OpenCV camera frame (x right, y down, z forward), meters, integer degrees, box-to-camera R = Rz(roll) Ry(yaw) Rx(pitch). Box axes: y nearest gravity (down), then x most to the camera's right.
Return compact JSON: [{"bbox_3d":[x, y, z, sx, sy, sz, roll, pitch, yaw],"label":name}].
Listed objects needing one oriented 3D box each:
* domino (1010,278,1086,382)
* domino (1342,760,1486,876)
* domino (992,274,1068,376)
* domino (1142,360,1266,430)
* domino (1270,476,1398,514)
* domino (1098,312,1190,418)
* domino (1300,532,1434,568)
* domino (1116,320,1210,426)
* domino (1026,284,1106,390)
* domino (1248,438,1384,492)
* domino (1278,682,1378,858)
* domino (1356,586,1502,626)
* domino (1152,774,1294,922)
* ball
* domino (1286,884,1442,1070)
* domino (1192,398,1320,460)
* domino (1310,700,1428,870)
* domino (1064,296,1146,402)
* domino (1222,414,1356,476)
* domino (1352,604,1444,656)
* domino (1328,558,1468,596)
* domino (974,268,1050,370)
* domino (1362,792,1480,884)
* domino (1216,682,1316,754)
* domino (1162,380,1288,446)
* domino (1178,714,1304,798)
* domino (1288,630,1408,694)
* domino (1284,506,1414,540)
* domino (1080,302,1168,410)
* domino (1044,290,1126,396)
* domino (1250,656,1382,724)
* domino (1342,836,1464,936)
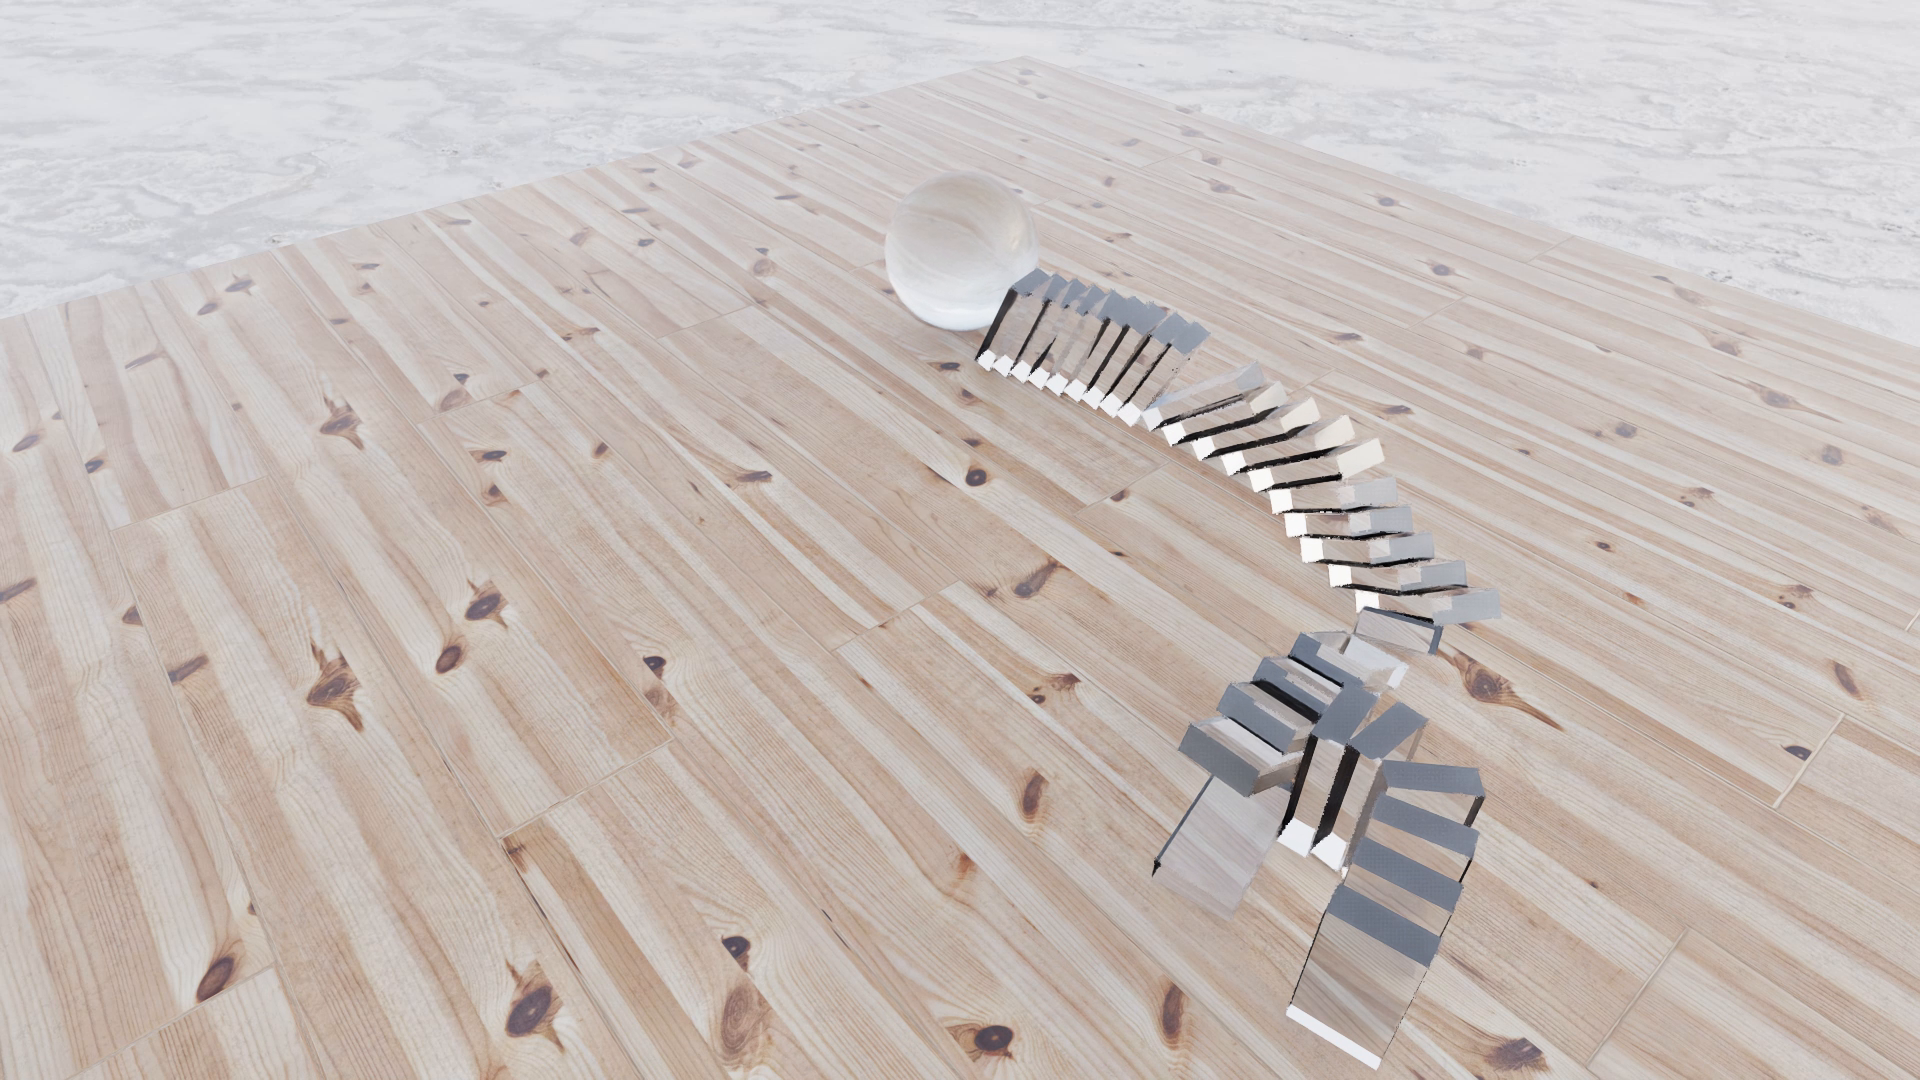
[{"bbox_3d":[0.043,-0.102,0.536,0.010,0.050,0.025,40,50,9],"label":"domino"},{"bbox_3d":[0.127,0.083,0.310,0.025,0.050,0.009,4,40,5],"label":"domino"},{"bbox_3d":[0.035,-0.105,0.540,0.009,0.050,0.025,40,50,9],"label":"domino"},{"bbox_3d":[0.110,-0.065,0.498,0.050,0.010,0.025,-16,15,44],"label":"domino"},{"bbox_3d":[0.150,-0.018,0.443,0.025,0.009,0.050,-12,4,-14],"label":"domino"},{"bbox_3d":[0.085,-0.081,0.511,0.010,0.050,0.025,42,50,7],"label":"domino"},{"bbox_3d":[0.153,0.003,0.417,0.025,0.010,0.050,-8,3,-10],"label":"domino"},{"bbox_3d":[0.093,-0.076,0.505,0.010,0.050,0.025,43,51,8],"label":"domino"},{"bbox_3d":[0.052,-0.098,0.531,0.010,0.050,0.025,40,50,9],"label":"domino"},{"bbox_3d":[0.148,-0.031,0.458,0.025,0.009,0.050,-22,6,-26],"label":"domino"},{"bbox_3d":[0.109,0.069,0.327,0.009,0.050,0.025,27,47,29],"label":"domino"},{"bbox_3d":[0.166,0.022,0.394,0.025,0.009,0.050,-7,3,-9],"label":"domino"},{"bbox_3d":[0.082,0.089,0.335,0.025,0.010,0.050,24,45,26],"label":"domino"},{"bbox_3d":[0.001,-0.149,0.569,0.080,0.080,0.080,0,39,0],"label":"ball"},{"bbox_3d":[0.100,0.110,0.277,0.025,0.050,0.009,25,46,27],"label":"domino"},{"bbox_3d":[0.128,-0.048,0.480,0.025,0.010,0.050,-31,11,-33],"label":"domino"},{"bbox_3d":[0.119,0.073,0.323,0.025,0.050,0.009,-27,47,-29],"label":"domino"},{"bbox_3d":[0.069,-0.090,0.522,0.009,0.050,0.025,40,50,9],"label":"domino"},{"bbox_3d":[0.139,-0.040,0.469,0.025,0.009,0.050,-28,9,-32],"label":"domino"},{"bbox_3d":[0.150,0.032,0.380,0.025,0.009,0.050,17,-1,19],"label":"domino"},{"bbox_3d":[0.160,0.013,0.406,0.025,0.009,0.050,-7,3,-9],"label":"domino"},{"bbox_3d":[0.026,-0.109,0.545,0.010,0.050,0.025,40,50,9],"label":"domino"},{"bbox_3d":[0.120,0.093,0.299,0.025,0.050,0.009,20,43,22],"label":"domino"},{"bbox_3d":[0.106,0.056,0.355,0.025,0.010,0.050,34,17,35],"label":"domino"},{"bbox_3d":[0.117,-0.056,0.489,0.025,0.010,0.050,-35,13,-35],"label":"domino"},{"bbox_3d":[0.092,0.065,0.345,0.025,0.010,0.050,34,21,34],"label":"domino"},{"bbox_3d":[0.132,0.041,0.372,0.025,0.009,0.050,31,14,32],"label":"domino"},{"bbox_3d":[0.151,-0.007,0.430,0.025,0.010,0.050,-8,3,-10],"label":"domino"},{"bbox_3d":[0.077,-0.086,0.517,0.010,0.050,0.025,40,50,9],"label":"domino"},{"bbox_3d":[0.060,-0.094,0.526,0.009,0.050,0.025,40,50,9],"label":"domino"},{"bbox_3d":[0.119,0.049,0.364,0.025,0.009,0.050,34,17,34],"label":"domino"},{"bbox_3d":[0.110,0.102,0.287,0.025,0.050,0.010,24,45,26],"label":"domino"}]
